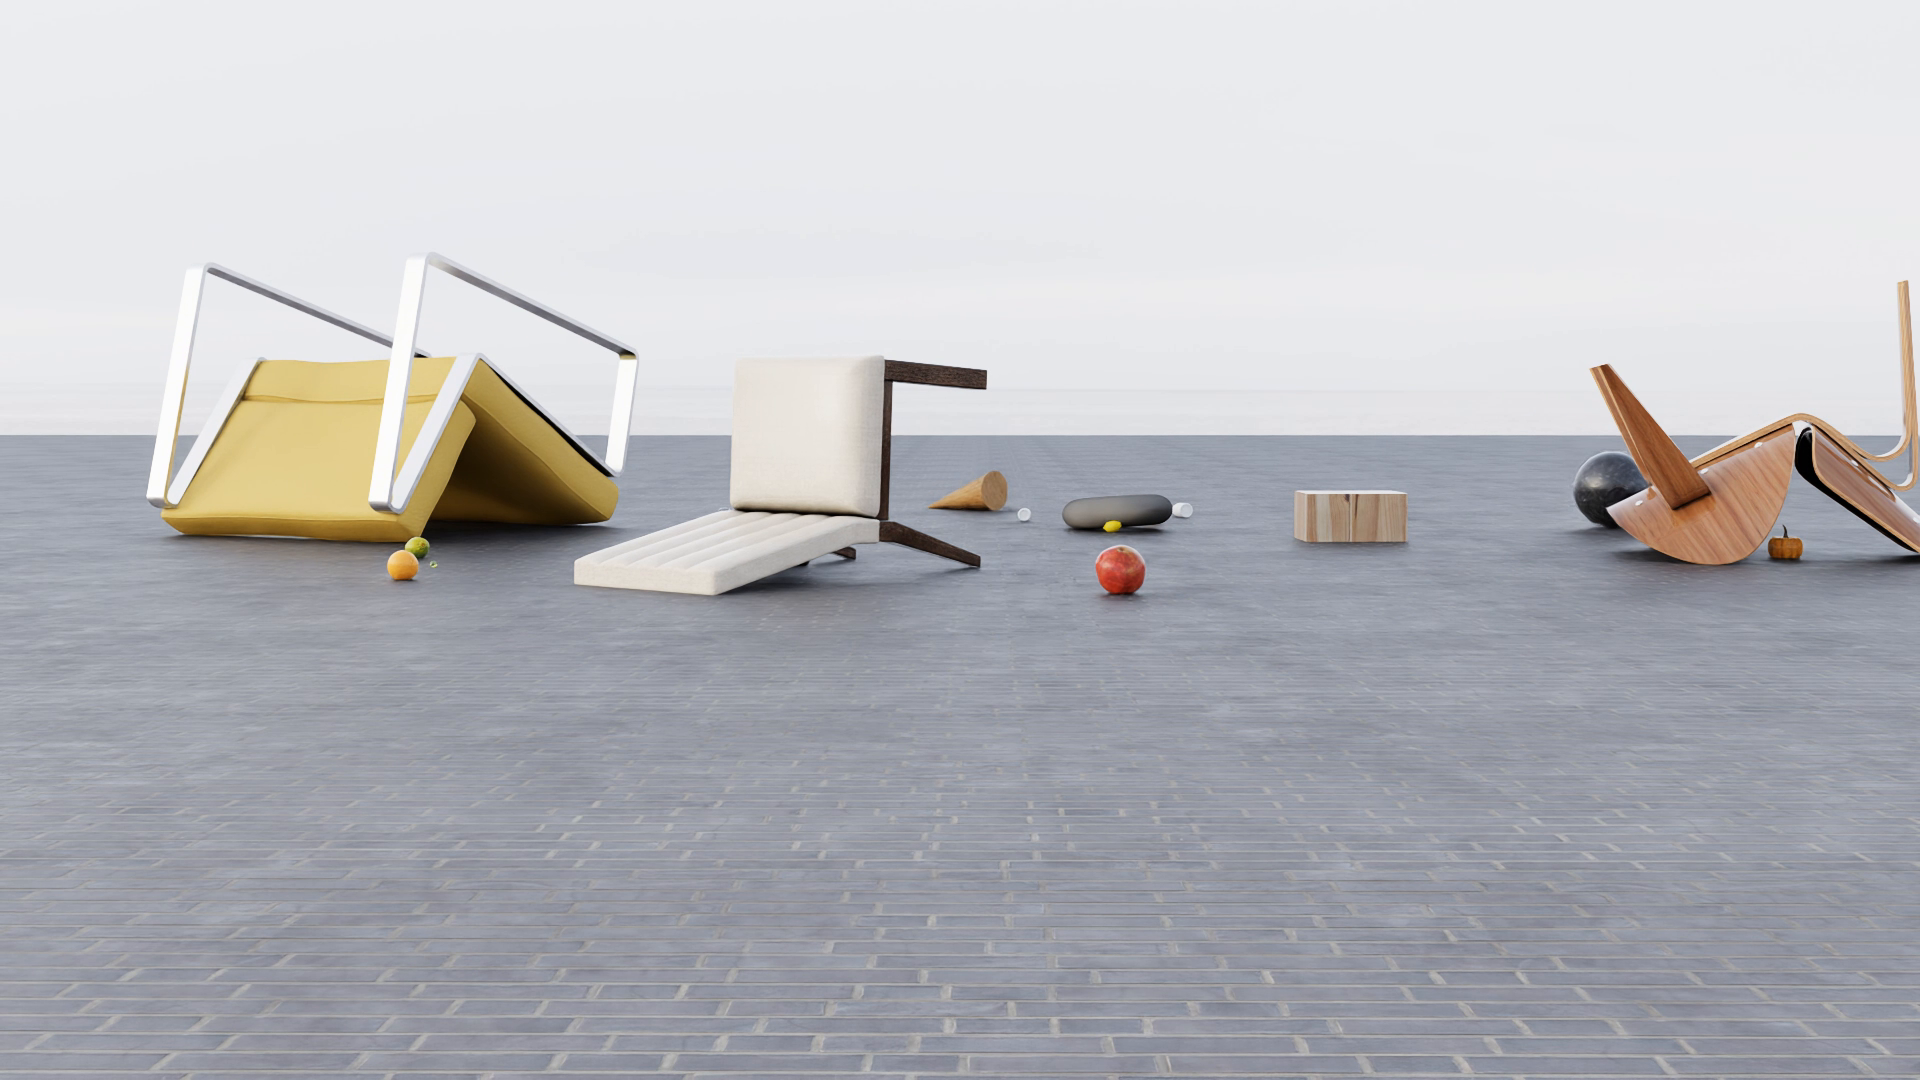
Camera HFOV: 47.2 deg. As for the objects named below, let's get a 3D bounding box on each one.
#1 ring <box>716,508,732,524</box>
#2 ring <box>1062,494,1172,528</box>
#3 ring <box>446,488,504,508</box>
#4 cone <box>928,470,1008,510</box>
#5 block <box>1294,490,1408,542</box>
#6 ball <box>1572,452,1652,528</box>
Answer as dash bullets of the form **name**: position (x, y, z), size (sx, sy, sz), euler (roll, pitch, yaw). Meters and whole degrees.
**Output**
- **ring**: position (-0.788, -0.081, 7.355), size (0.039, 0.055, 0.049), euler (13, 14, -26)
- **ring**: position (0.504, -0.091, 7.052), size (0.343, 0.097, 0.381), euler (-3, -1, -29)
- **ring**: position (-1.856, -0.161, 8.413), size (0.217, 0.066, 0.217), euler (-4, 4, -32)
- **cone**: position (-0.001, -0.151, 8.220), size (0.308, 0.142, 0.214), euler (-14, 13, 30)
- **block**: position (1.165, -0.072, 6.568), size (0.298, 0.141, 0.195), euler (0, 4, -3)
- **ball**: position (2.114, -0.164, 7.124), size (0.248, 0.248, 0.248), euler (0, 4, 0)
